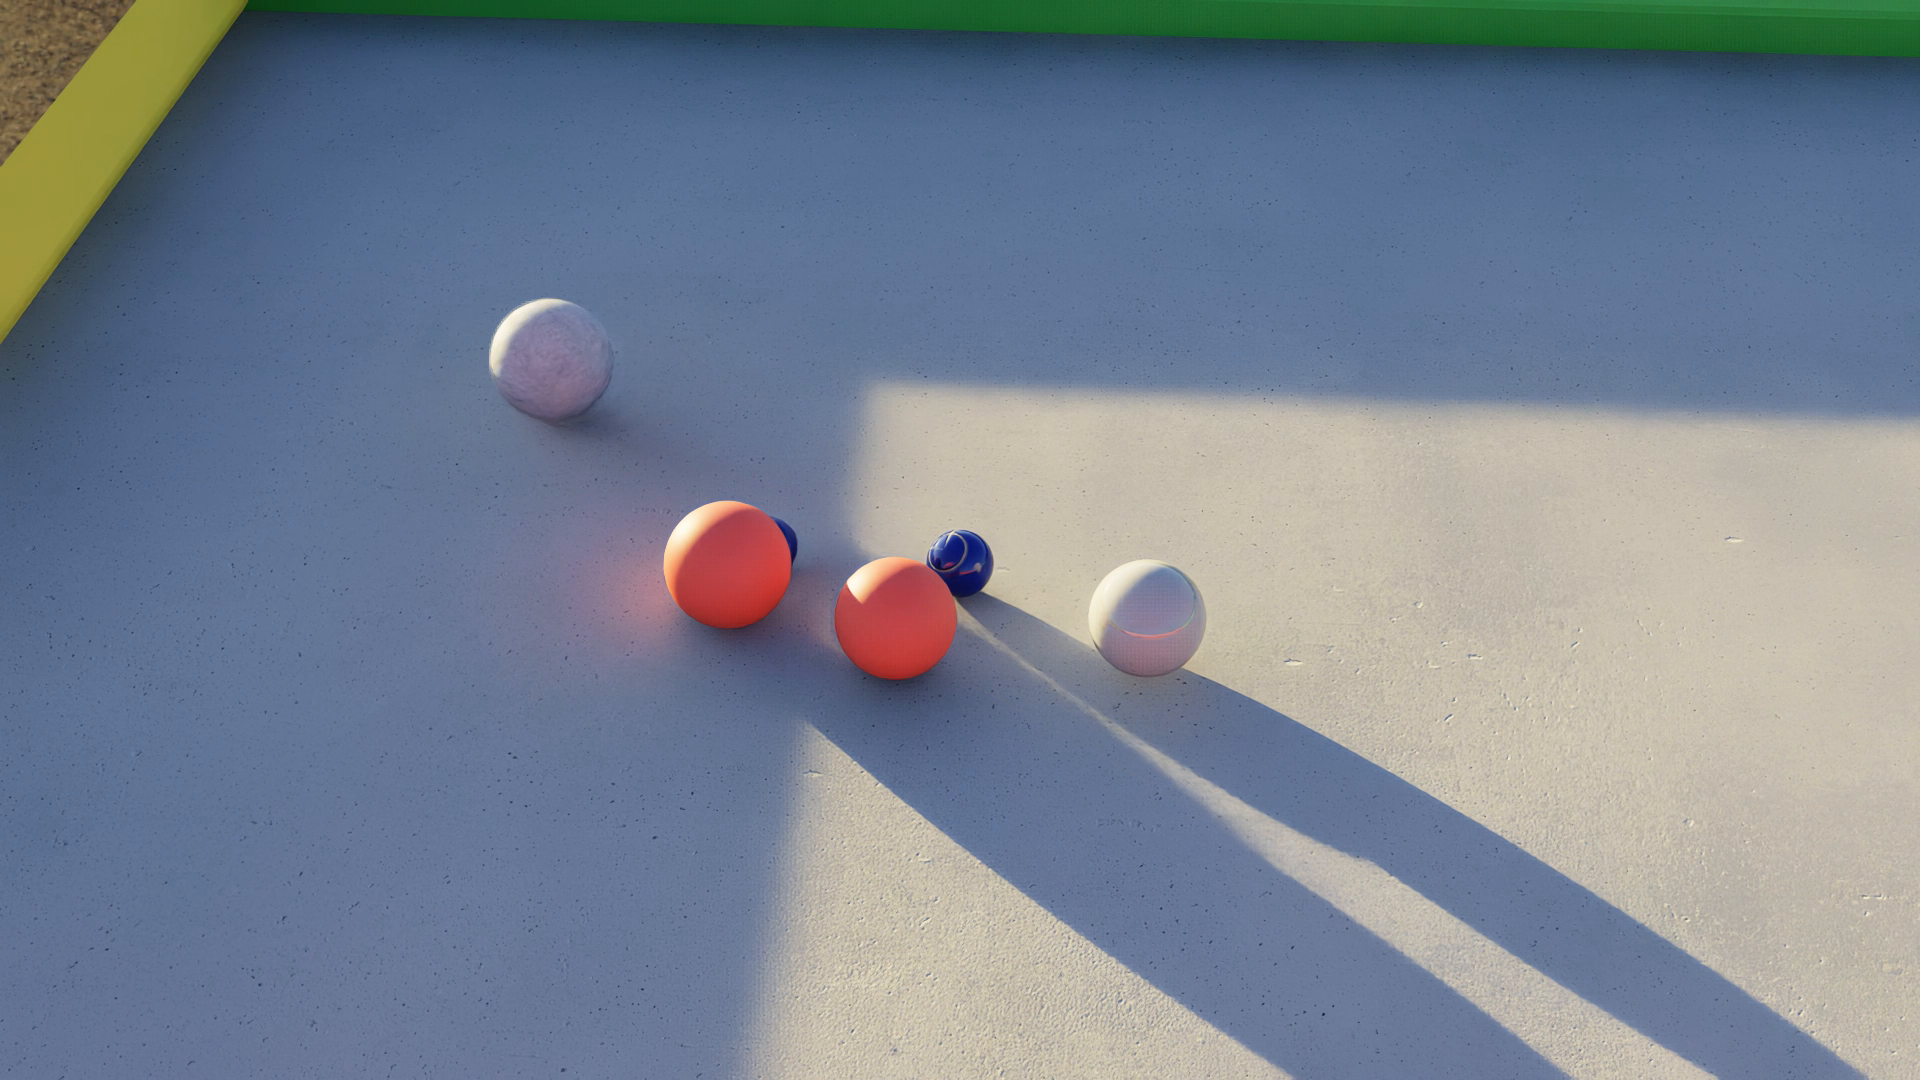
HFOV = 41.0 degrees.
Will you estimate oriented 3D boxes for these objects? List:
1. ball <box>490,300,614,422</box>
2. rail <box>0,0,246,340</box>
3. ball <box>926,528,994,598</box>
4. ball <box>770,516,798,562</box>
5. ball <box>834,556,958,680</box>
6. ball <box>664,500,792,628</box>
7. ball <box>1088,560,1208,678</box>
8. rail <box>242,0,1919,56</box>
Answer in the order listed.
[{"bbox_3d":[-0.316,-0.139,1.988,0.094,0.094,0.094,0,35,0],"label":"ball"},{"bbox_3d":[-0.782,-0.052,1.837,0.045,0.122,1.899,2,35,3],"label":"rail"},{"bbox_3d":[0.000,0.016,1.807,0.048,0.048,0.048,0,35,0],"label":"ball"},{"bbox_3d":[-0.136,0.004,1.830,0.042,0.042,0.042,0,35,0],"label":"ball"},{"bbox_3d":[-0.043,0.053,1.726,0.083,0.083,0.083,0,35,0],"label":"ball"},{"bbox_3d":[-0.160,0.017,1.771,0.088,0.088,0.088,0,35,0],"label":"ball"},{"bbox_3d":[0.126,0.053,1.728,0.080,0.080,0.080,0,35,0],"label":"ball"},{"bbox_3d":[0.869,-0.522,2.504,3.232,0.122,0.045,2,35,3],"label":"rail"}]
